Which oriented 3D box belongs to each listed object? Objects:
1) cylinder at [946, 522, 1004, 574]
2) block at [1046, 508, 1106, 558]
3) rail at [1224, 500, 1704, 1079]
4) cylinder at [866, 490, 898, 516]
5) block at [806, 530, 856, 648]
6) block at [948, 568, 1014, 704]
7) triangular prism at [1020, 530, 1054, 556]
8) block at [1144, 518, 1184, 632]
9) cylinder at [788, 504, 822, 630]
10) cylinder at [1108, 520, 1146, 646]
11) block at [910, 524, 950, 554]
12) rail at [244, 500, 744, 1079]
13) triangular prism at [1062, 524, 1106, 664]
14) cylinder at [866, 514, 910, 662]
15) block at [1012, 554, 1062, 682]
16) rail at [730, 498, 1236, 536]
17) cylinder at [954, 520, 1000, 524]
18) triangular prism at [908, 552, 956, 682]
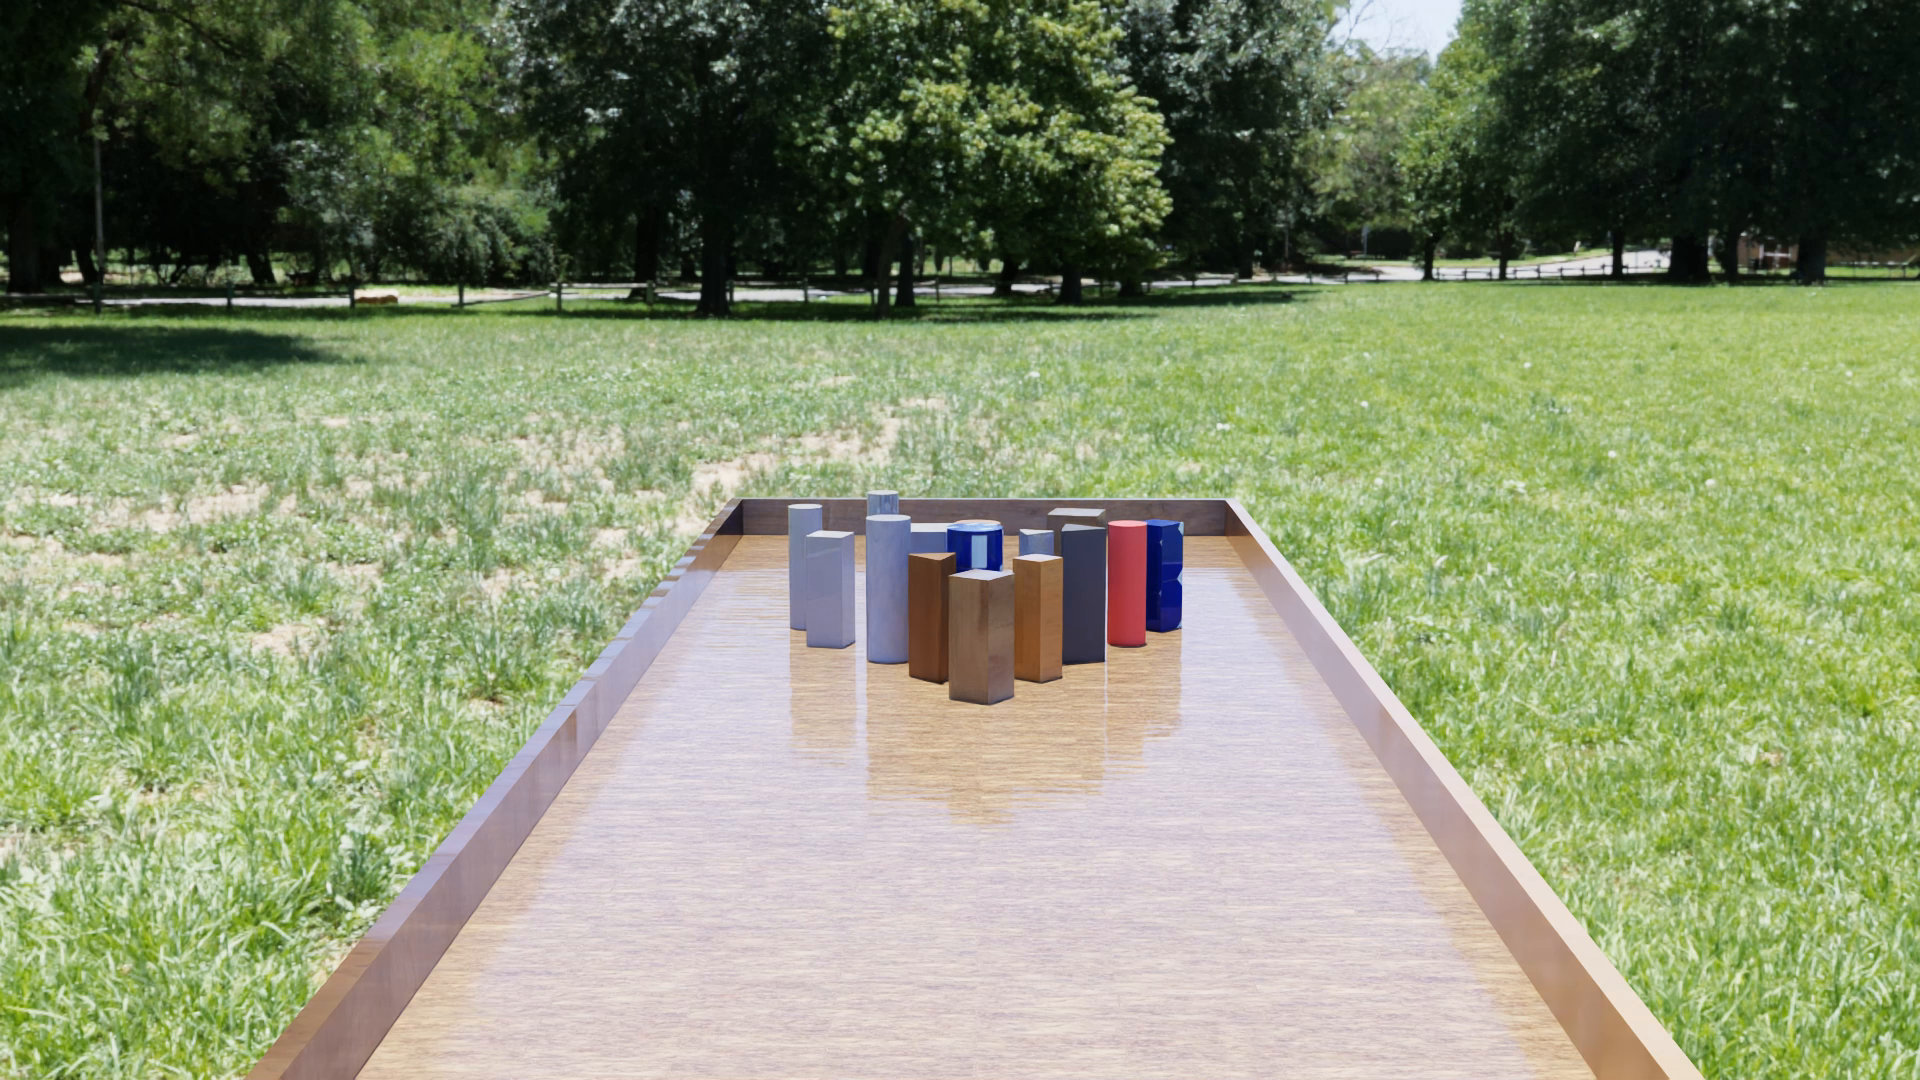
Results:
[{"bbox_3d":[0.045,0.164,6.665,0.172,0.410,0.172,0,9,0],"label":"cylinder"},{"bbox_3d":[0.378,0.099,7.163,0.163,0.383,0.163,2,9,14],"label":"block"},{"bbox_3d":[1.046,0.843,3.208,0.050,0.150,12.000,0,9,1],"label":"rail"},{"bbox_3d":[-0.252,0.062,7.209,0.104,0.441,0.104,0,9,0],"label":"cylinder"},{"bbox_3d":[-0.408,0.154,6.927,0.120,0.348,0.120,3,9,16],"label":"block"},{"bbox_3d":[0.061,0.270,6.190,0.133,0.350,0.133,6,11,34],"label":"block"},{"bbox_3d":[0.220,0.149,6.926,0.114,0.358,0.098,-8,12,-39],"label":"triangular prism"},{"bbox_3d":[0.645,0.114,7.183,0.117,0.346,0.117,8,12,41],"label":"block"},{"bbox_3d":[-0.504,0.087,7.194,0.111,0.397,0.111,0,9,0],"label":"cylinder"},{"bbox_3d":[0.526,0.136,6.935,0.122,0.381,0.122,0,9,0],"label":"cylinder"},{"bbox_3d":[-0.087,0.141,6.950,0.173,0.366,0.173,0,9,-2],"label":"block"},{"bbox_3d":[-1.004,0.839,3.234,0.050,0.150,12.000,0,9,1],"label":"rail"},{"bbox_3d":[0.351,0.160,6.707,0.148,0.405,0.128,-4,10,-22],"label":"triangular prism"},{"bbox_3d":[-0.218,0.147,6.699,0.137,0.434,0.137,0,9,0],"label":"cylinder"},{"bbox_3d":[0.227,0.227,6.443,0.104,0.355,0.104,8,12,40],"label":"block"},{"bbox_3d":[0.099,-0.098,9.147,2.100,0.150,0.050,0,9,1],"label":"rail"},{"bbox_3d":[0.057,0.115,7.177,0.148,0.346,0.148,0,9,0],"label":"cylinder"},{"bbox_3d":[-0.059,0.222,6.454,0.120,0.361,0.139,-8,12,-40],"label":"triangular prism"}]
